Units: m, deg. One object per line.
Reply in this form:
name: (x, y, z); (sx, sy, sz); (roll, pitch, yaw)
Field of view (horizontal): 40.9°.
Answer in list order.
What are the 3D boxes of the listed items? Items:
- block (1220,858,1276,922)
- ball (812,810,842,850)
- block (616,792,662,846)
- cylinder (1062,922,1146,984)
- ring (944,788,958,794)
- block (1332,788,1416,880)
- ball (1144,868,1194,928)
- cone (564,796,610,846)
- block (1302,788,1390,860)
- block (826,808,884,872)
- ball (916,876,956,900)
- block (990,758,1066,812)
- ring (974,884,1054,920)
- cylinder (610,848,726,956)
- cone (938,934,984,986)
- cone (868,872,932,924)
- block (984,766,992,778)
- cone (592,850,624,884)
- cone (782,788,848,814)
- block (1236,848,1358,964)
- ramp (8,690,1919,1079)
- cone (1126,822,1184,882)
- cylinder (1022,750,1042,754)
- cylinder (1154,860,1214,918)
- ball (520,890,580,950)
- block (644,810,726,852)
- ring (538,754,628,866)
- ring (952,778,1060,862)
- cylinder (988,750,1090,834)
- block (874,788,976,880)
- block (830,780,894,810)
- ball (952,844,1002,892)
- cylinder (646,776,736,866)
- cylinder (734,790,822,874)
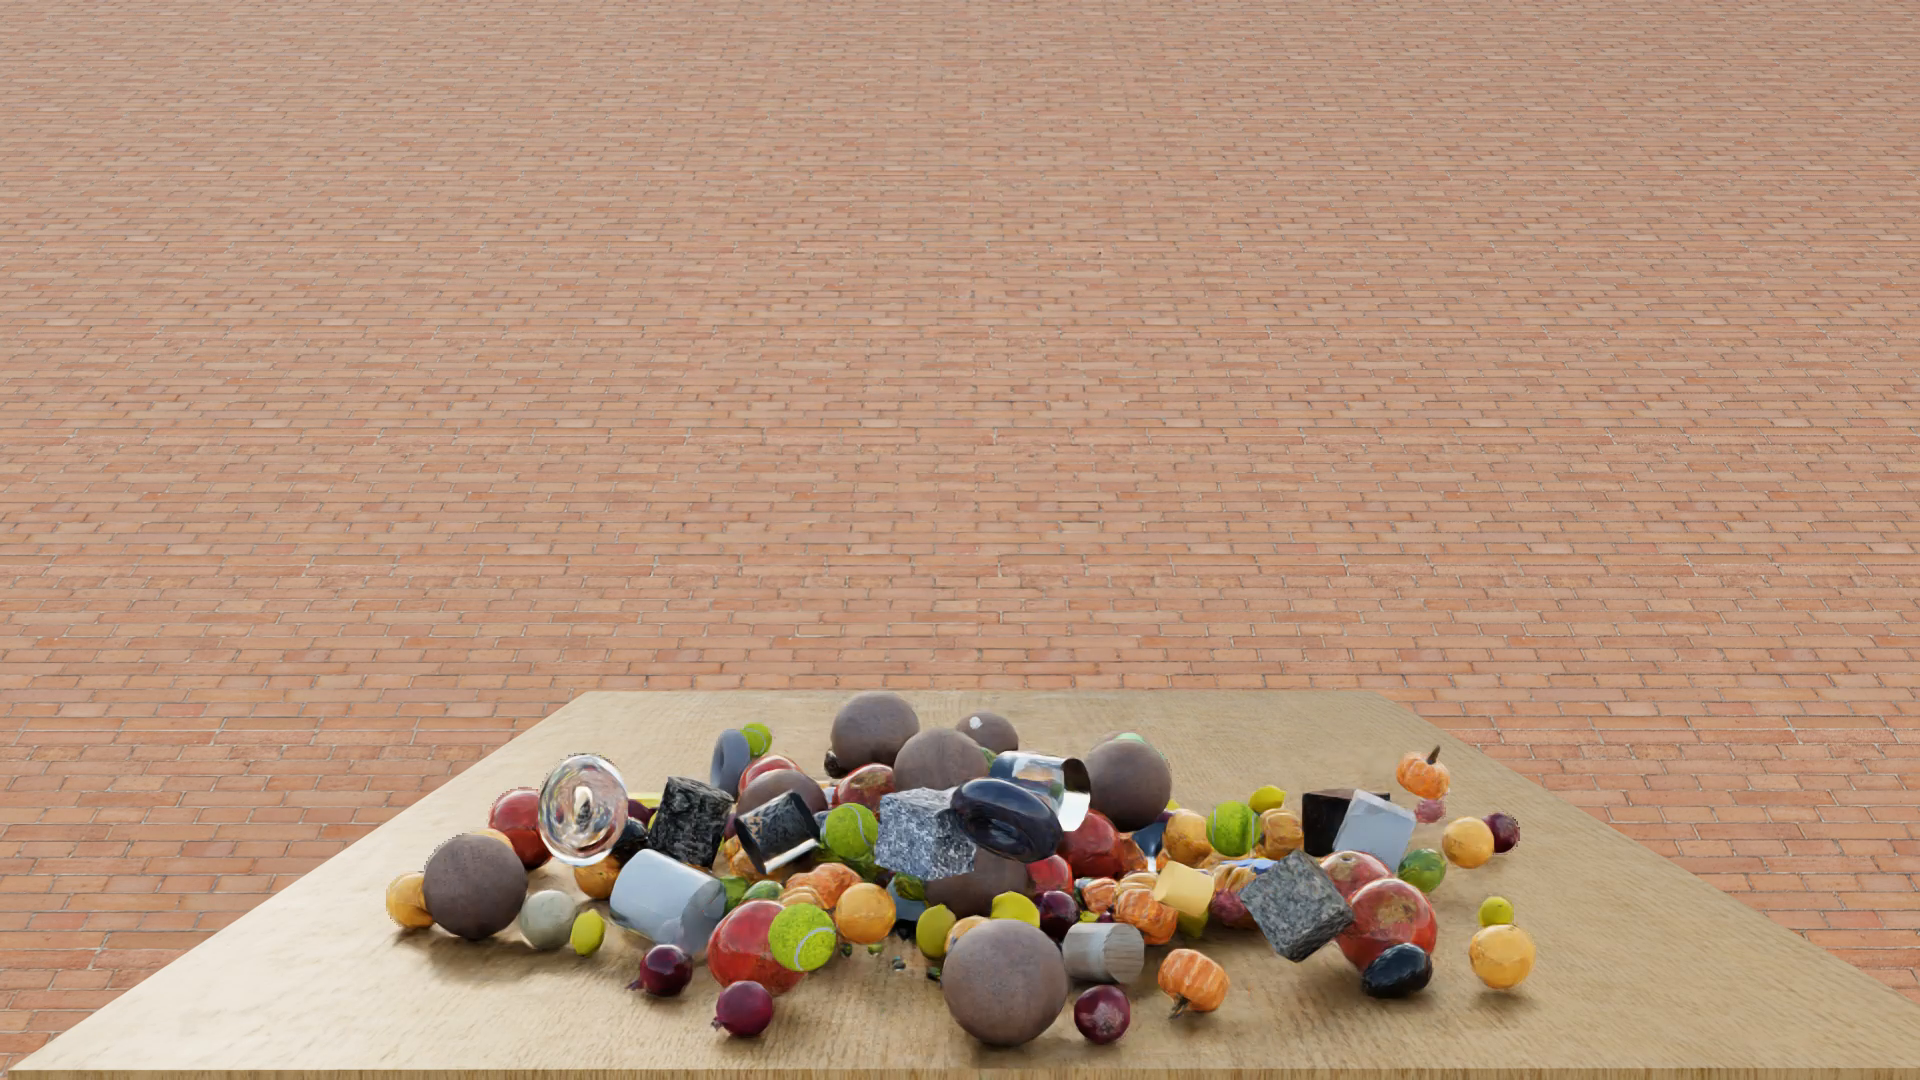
block: (0.391, 0.457, 3.361); (0.071, 0.071, 0.071); (1, 0, -40)
ball: (-0.186, 0.394, 3.502); (0.052, 0.052, 0.052); (0, 24, 0)
block: (-0.503, 0.436, 4.020); (0.073, 0.073, 0.073); (0, 2, -6)
cylinder: (0.164, 0.472, 2.947); (0.067, 0.067, 0.067); (-6, 14, 44)
ring: (0.022, 0.351, 3.311); (0.131, 0.044, 0.131); (-1, 16, 0)
block: (0.575, 0.407, 3.577); (0.087, 0.087, 0.087); (22, 6, 6)
ball: (0.273, 0.457, 3.293); (0.077, 0.077, 0.077); (0, 24, 0)
cone: (-0.582, 0.435, 4.018); (0.073, 0.073, 0.073); (0, 2, 0)
block: (0.584, 0.429, 3.894); (0.093, 0.093, 0.093); (-2, 3, -42)
block: (-0.144, 0.441, 3.784); (0.079, 0.079, 0.079); (1, 2, 20)
ball: (-0.035, 0.457, 3.513); (0.065, 0.065, 0.065); (0, 24, 0)
block: (0.086, 0.387, 3.802); (0.092, 0.092, 0.092); (26, 7, 12)
ring: (0.071, 0.475, 3.376); (0.105, 0.035, 0.105); (3, 3, 0)
cylinder: (-0.353, 0.438, 3.118); (0.100, 0.100, 0.100); (19, 30, 27)
cone: (-0.004, 0.461, 2.851); (0.052, 0.052, 0.052); (-12, 0, 0)
cone: (-0.072, 0.445, 3.296); (0.084, 0.084, 0.084); (5, -12, 1)
block: (0.080, 0.398, 4.195); (0.059, 0.059, 0.059); (-21, 62, -30)
cone: (-0.479, 0.470, 3.615); (0.053, 0.053, 0.053); (27, 33, 20)
cone: (-0.237, 0.400, 3.906); (0.094, 0.094, 0.094); (34, 1, -38)
block: (0.383, 0.415, 2.924); (0.086, 0.086, 0.086); (56, 10, 26)
ramp: (0.056, 0.503, 4.548); (2.000, 0.100, 4.000); (0, 2, 0)
cone: (0.294, 0.461, 3.666); (0.090, 0.090, 0.090); (-15, 54, 22)
cylinder: (0.129, 0.389, 3.993); (0.099, 0.099, 0.099); (17, 3, -1)
cylinder: (0.254, 0.395, 2.913); (0.050, 0.050, 0.050); (24, 22, -11)
ball: (-0.502, 0.465, 3.158); (0.073, 0.073, 0.073); (0, 24, 0)
block: (-0.407, 0.432, 3.812); (0.077, 0.077, 0.077); (-20, -12, 41)
ring: (-0.490, 0.351, 3.349); (0.145, 0.145, 0.048); (20, 4, 37)
ring: (0.053, 0.320, 2.946); (0.136, 0.136, 0.045); (12, 57, 25)
cylinder: (0.097, 0.311, 3.189); (0.093, 0.093, 0.093); (4, 22, 35)
block: (-0.038, 0.345, 3.026); (0.083, 0.083, 0.083); (11, 8, 36)
block: (-0.156, 0.429, 4.089); (0.081, 0.081, 0.081); (-1, 2, -19)
ball: (0.020, 0.438, 3.477); (0.071, 0.071, 0.071); (0, 24, 0)
cylinder: (-0.353, 0.369, 3.384); (0.092, 0.092, 0.092); (19, 2, -1)
cylinder: (-0.239, 0.383, 3.378); (0.083, 0.083, 0.083); (-27, 33, -20)
